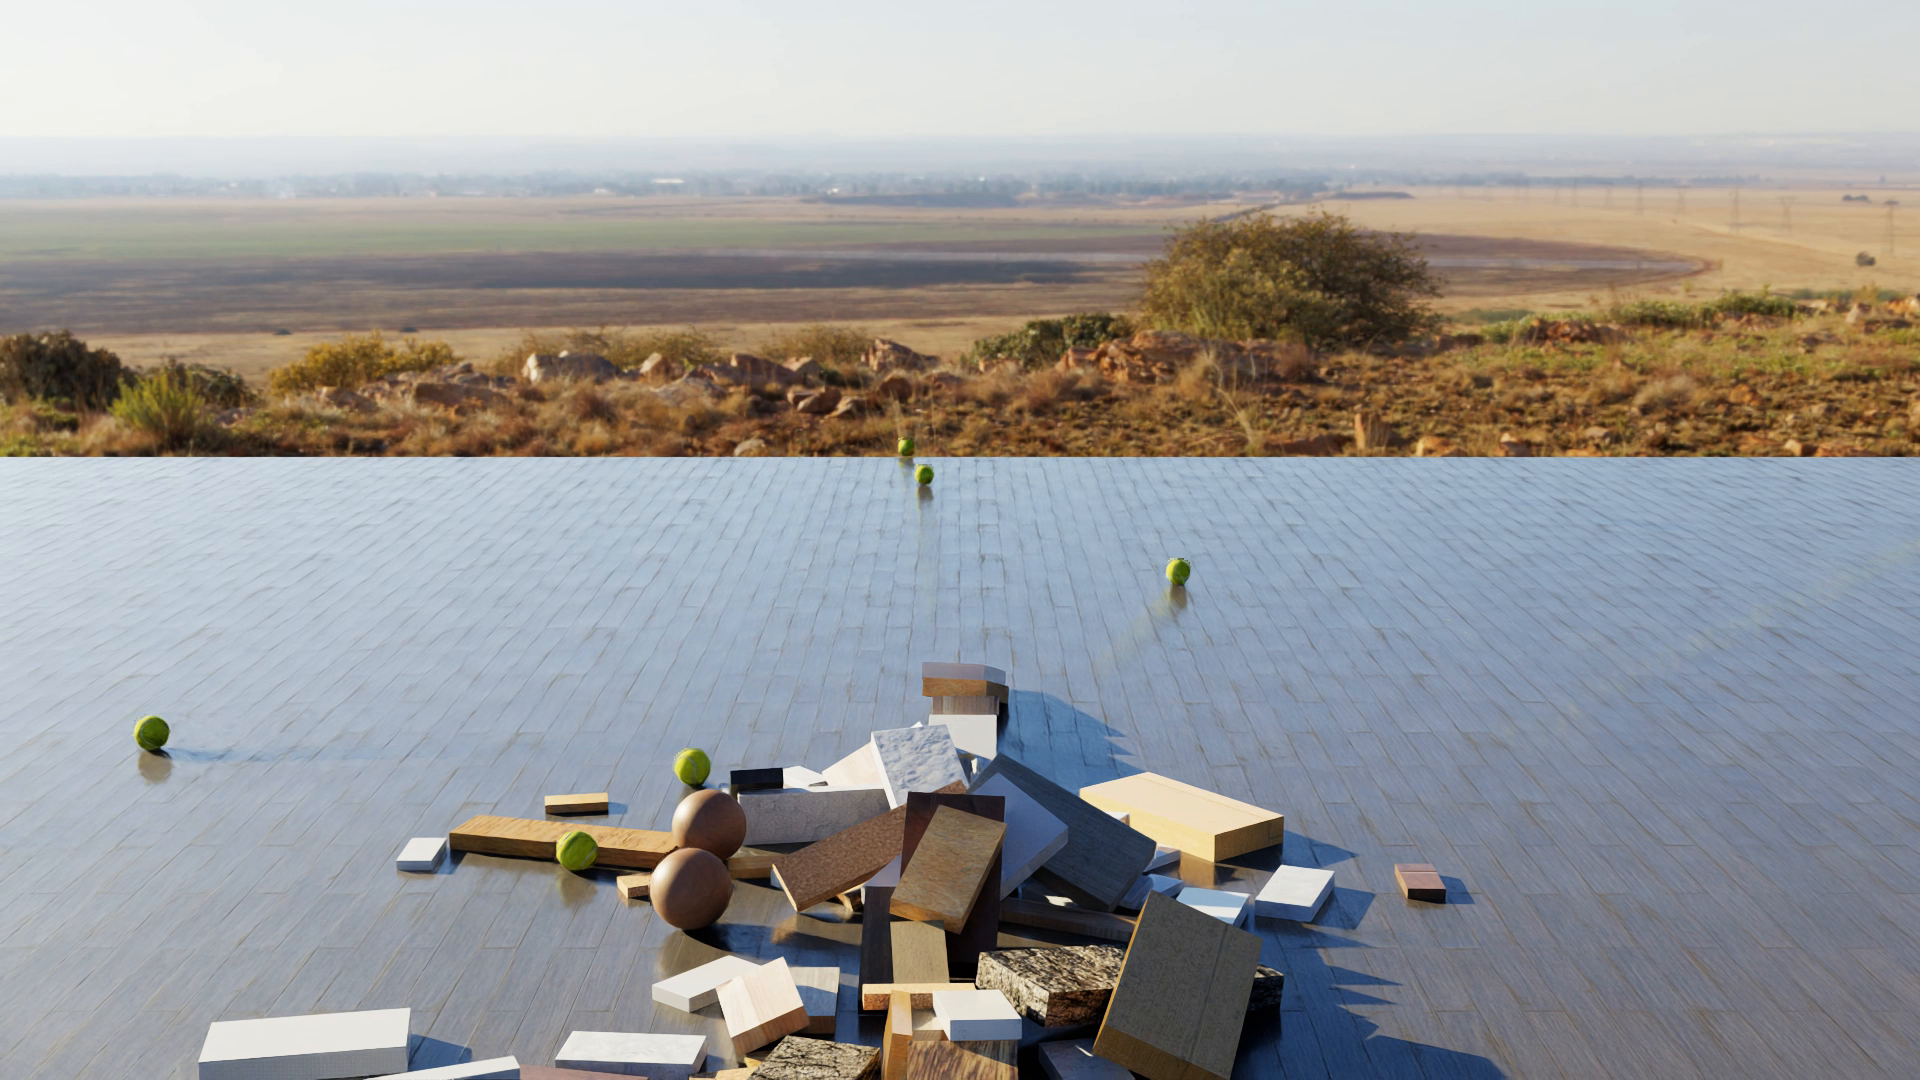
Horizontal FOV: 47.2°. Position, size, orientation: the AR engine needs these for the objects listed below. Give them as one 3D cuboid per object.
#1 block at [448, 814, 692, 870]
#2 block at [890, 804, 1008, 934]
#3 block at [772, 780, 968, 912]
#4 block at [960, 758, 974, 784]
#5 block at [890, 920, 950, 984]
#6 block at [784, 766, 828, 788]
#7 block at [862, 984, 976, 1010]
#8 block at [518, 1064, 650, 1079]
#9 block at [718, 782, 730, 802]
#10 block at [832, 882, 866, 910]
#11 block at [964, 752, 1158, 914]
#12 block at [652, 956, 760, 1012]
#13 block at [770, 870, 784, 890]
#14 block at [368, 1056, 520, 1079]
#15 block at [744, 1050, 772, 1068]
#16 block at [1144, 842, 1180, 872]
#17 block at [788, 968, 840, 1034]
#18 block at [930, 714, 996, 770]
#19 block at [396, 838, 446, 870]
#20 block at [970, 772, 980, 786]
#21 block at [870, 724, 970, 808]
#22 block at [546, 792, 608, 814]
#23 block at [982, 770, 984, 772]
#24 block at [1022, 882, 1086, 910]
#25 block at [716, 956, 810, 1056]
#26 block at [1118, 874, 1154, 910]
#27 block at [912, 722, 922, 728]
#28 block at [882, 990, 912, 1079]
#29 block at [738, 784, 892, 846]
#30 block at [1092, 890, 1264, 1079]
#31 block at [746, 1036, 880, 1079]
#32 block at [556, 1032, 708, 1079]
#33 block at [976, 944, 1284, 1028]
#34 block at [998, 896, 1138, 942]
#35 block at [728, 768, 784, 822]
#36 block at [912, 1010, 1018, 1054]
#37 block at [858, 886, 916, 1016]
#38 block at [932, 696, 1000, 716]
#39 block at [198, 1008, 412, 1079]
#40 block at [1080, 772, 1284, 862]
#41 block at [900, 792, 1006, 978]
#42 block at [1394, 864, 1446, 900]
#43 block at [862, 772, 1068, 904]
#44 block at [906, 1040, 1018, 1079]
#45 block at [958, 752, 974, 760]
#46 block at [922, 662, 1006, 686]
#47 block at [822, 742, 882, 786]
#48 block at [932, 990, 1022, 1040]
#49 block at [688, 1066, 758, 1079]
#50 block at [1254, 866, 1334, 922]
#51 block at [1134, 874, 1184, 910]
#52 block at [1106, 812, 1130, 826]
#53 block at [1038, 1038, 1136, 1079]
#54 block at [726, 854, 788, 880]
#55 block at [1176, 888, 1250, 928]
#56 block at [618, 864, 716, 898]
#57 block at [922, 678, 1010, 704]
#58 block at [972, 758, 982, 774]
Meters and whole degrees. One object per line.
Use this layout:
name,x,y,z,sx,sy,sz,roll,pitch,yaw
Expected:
block,-0.690,0.534,3.890,0.417,0.030,0.107,3,11,16
block,-0.016,0.497,3.334,0.111,0.031,0.222,14,36,13
block,-0.132,0.505,3.646,0.349,0.026,0.092,-22,53,-17
block,-0.033,0.485,3.852,0.137,0.039,0.274,-1,33,-7
block,-0.058,0.603,3.170,0.078,0.022,0.156,-2,25,-3
block,-0.305,0.466,4.289,0.058,0.016,0.116,-8,13,-38
block,-0.057,0.634,3.055,0.156,0.022,0.078,0,-2,-3
block,-0.528,0.725,2.856,0.222,0.031,0.111,2,11,13
block,-0.418,0.485,4.187,0.058,0.016,0.116,-4,11,-19
block,-0.128,0.562,3.653,0.164,0.023,0.082,-21,19,-25
block,0.151,0.485,3.625,0.309,0.044,0.154,28,50,19
block,-0.370,0.656,3.254,0.078,0.022,0.156,9,14,39
block,-0.221,0.563,3.743,0.094,0.027,0.187,10,14,43
block,-0.664,0.712,2.646,0.267,0.134,0.038,-4,11,-22
block,-0.242,0.709,2.993,0.095,0.014,0.048,-3,11,-17
block,0.319,0.553,3.820,0.126,0.018,0.063,-10,15,-44
block,-0.223,0.666,3.188,0.092,0.026,0.184,0,11,-1
block,0.004,0.422,4.313,0.135,0.038,0.270,0,23,1
block,-0.941,0.549,3.844,0.061,0.017,0.121,0,11,-1
block,0.058,0.492,3.732,0.095,0.191,0.027,5,-29,2
block,-0.061,0.428,3.865,0.137,0.039,0.274,-5,34,-13
block,-0.721,0.495,4.136,0.116,0.016,0.058,-2,11,-10
block,0.014,0.477,4.098,0.064,0.018,0.129,-1,32,-1
block,0.167,0.589,3.625,0.062,0.017,0.123,-10,14,-42
block,-0.280,0.656,3.104,0.107,0.030,0.213,-23,11,-8
block,0.251,0.567,3.624,0.123,0.017,0.062,11,41,40
block,-0.094,0.440,4.177,0.137,0.039,0.305,-36,15,-4
block,-0.085,0.672,2.924,0.026,0.092,0.184,8,5,-3
block,-0.231,0.490,3.947,0.332,0.094,0.027,-2,14,-10
block,0.304,0.622,3.017,0.175,0.050,0.350,23,25,6
block,-0.250,0.742,2.698,0.134,0.038,0.524,3,13,18
block,-0.446,0.703,2.990,0.187,0.027,0.094,1,11,5
block,0.246,0.631,3.148,0.416,0.050,0.175,3,7,-32
block,0.227,0.613,3.499,0.359,0.018,0.063,5,12,25
block,-0.371,0.462,3.984,0.094,0.027,0.187,-3,-27,-9
block,-0.001,0.663,3.004,0.138,0.039,0.276,0,-2,-3
block,-0.089,0.603,3.242,0.111,0.031,0.222,1,37,1
block,0.009,0.351,4.604,0.135,0.038,0.270,0,-6,-1
block,-0.891,0.694,3.007,0.267,0.038,0.134,-2,11,-11
block,0.400,0.501,4.010,0.175,0.050,0.350,-8,13,-38
block,-0.015,0.529,3.388,0.154,0.044,0.309,2,47,2
block,0.775,0.574,3.704,0.063,0.018,0.126,0,11,2
block,0.009,0.511,3.465,0.154,0.044,0.309,35,56,29
block,0.003,0.716,2.681,0.138,0.039,0.276,0,26,0
block,0.003,0.454,4.170,0.064,0.018,0.129,-6,34,-8
block,0.011,0.302,4.904,0.137,0.039,0.274,2,-6,11
block,-0.170,0.454,4.127,0.137,0.039,0.274,-31,15,-5
block,0.021,0.626,2.904,0.092,0.026,0.221,0,-2,-6
block,-0.310,0.721,2.925,0.095,0.014,0.048,-3,11,-15
block,0.555,0.583,3.635,0.092,0.026,0.184,4,11,21
block,0.312,0.584,3.652,0.062,0.017,0.123,8,13,37
block,0.194,0.501,3.879,0.191,0.027,0.095,0,8,26
block,0.174,0.714,2.929,0.092,0.026,0.184,-3,11,-13
block,-0.337,0.561,3.777,0.122,0.017,0.061,-2,11,-10
block,0.392,0.594,3.490,0.107,0.030,0.213,4,4,14
block,-0.495,0.574,3.706,0.152,0.017,0.061,-5,12,-24
block,0.015,0.327,4.768,0.137,0.039,0.274,2,-6,11
block,-0.018,0.459,4.082,0.129,0.018,0.064,-31,21,16
